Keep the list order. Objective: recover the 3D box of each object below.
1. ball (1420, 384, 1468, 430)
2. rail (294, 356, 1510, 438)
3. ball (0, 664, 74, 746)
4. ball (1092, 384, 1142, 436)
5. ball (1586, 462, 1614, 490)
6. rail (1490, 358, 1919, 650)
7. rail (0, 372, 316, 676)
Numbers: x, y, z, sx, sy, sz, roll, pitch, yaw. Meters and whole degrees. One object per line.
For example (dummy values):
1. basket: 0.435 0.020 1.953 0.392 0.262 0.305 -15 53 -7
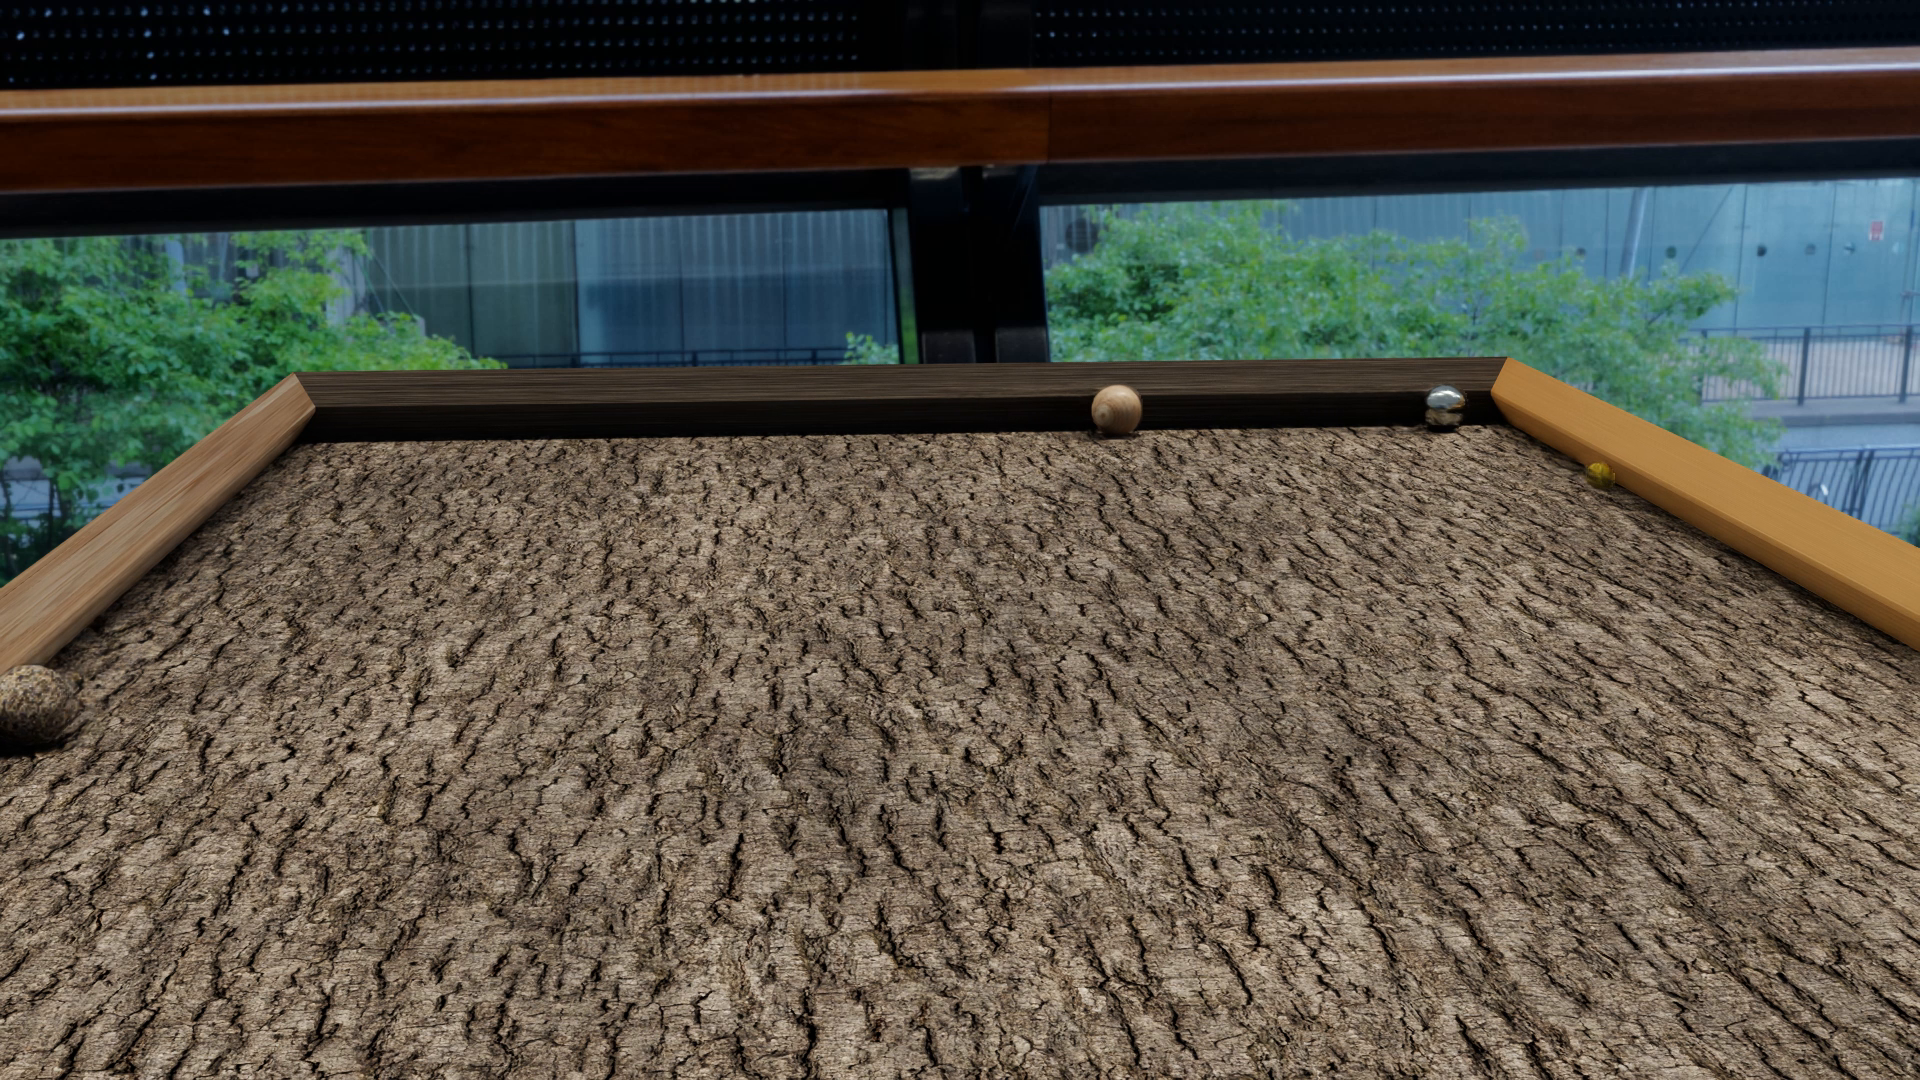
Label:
1. ball: 0.884 -0.242 4.014 0.083 0.083 0.083 0 13 0
2. rail: -0.082 -0.256 3.992 2.217 0.119 0.045 -1 13 -5
3. ball: -0.964 0.172 2.280 0.084 0.084 0.084 0 13 0
4. ball: 0.282 -0.233 3.960 0.092 0.092 0.092 0 13 0
5. ball: 1.023 -0.103 3.515 0.044 0.044 0.044 0 13 0
6. rail: 1.165 0.194 2.105 0.045 0.119 4.119 -1 13 -5
7. rail: -0.997 0.235 1.933 0.045 0.119 4.119 -1 13 -5
